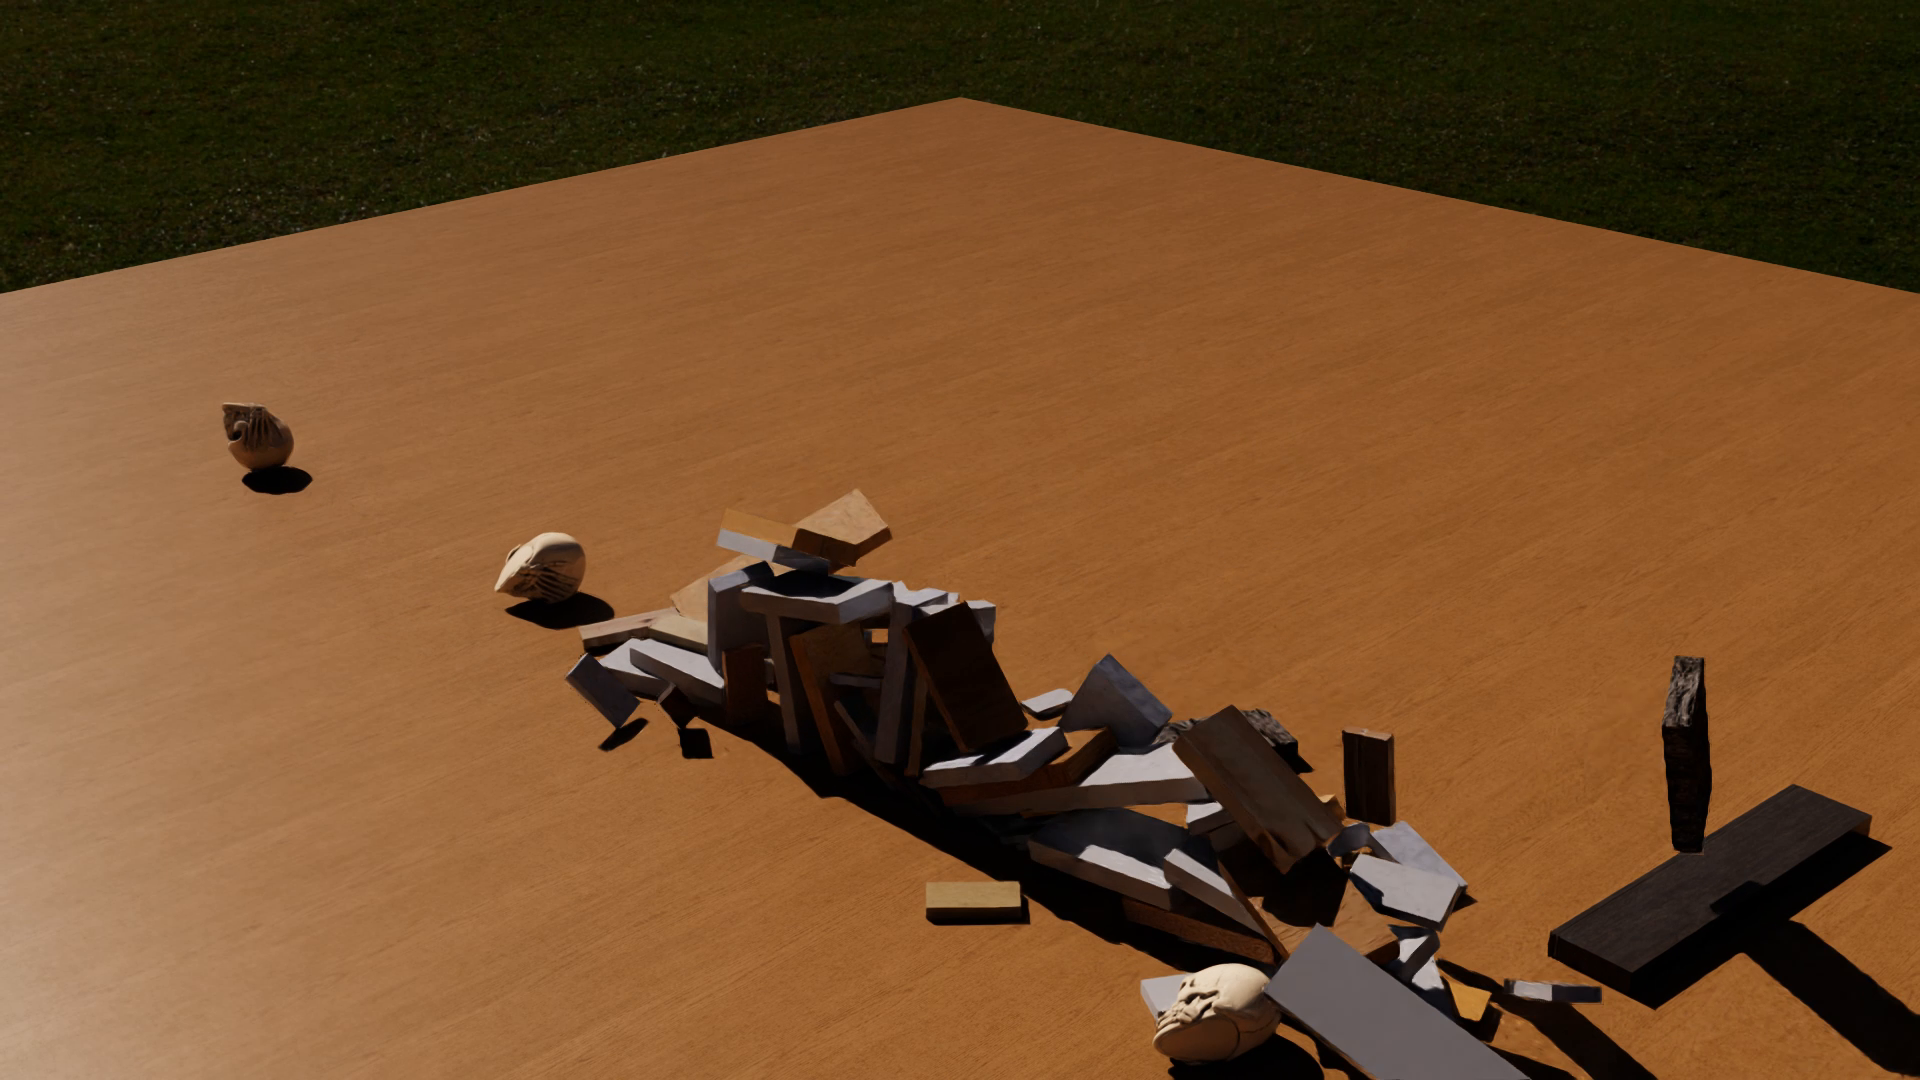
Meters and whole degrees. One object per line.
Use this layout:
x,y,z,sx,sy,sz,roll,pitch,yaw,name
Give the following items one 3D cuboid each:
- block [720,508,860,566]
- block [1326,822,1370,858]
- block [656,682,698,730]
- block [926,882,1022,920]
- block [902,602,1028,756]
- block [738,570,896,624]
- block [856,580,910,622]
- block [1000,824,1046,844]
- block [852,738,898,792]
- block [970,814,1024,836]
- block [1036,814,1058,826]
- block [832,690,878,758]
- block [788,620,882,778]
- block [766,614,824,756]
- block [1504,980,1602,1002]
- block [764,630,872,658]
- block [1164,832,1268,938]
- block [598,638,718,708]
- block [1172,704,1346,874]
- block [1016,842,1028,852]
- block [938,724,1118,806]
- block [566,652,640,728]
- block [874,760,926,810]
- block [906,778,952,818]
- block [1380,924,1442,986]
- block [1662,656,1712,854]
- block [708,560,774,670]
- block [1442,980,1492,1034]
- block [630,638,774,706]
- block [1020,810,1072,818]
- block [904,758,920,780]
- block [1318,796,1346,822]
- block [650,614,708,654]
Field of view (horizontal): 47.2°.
-0.366,-0.006,4.711,0.160,0.045,0.319,17,-2,-34,block
0.753,0.581,4.266,0.094,0.047,0.013,-18,-1,-14,block
-0.611,0.360,4.755,0.016,0.110,0.055,26,68,37,block
0.025,0.677,4.133,0.176,0.025,0.088,0,23,-1,block
0.009,0.269,4.282,0.138,0.039,0.275,-21,74,-23,block
-0.301,0.118,4.598,0.312,0.044,0.156,6,20,45,block
-0.206,0.152,5.324,0.170,0.024,0.085,-19,27,-10,block
0.133,0.577,4.314,0.056,0.016,0.112,-19,1,-37,block
-0.154,0.457,4.572,0.070,0.020,0.140,-23,62,-43,block
0.074,0.562,4.413,0.054,0.015,0.108,-18,29,-32,block
0.179,0.553,4.436,0.120,0.017,0.060,-13,26,-27,block
-0.199,0.382,4.556,0.020,0.139,0.069,-39,-7,34,block
-0.243,0.322,4.614,0.156,0.312,0.044,-23,8,-43,block
-0.317,0.284,4.688,0.156,0.312,0.044,-22,20,-41,block
1.016,0.774,3.774,0.092,0.026,0.184,4,-9,-11,block
-0.378,0.238,5.143,0.310,0.044,0.155,10,25,22,block
0.544,0.612,3.887,0.170,0.048,0.340,-31,41,-35,block
-0.656,0.301,4.995,0.311,0.044,0.155,11,25,23,block
0.517,0.430,3.817,0.146,0.041,0.292,-25,65,-40,block
0.163,0.586,4.290,0.056,0.016,0.112,-19,-1,-36,block
0.129,0.442,4.301,0.332,0.047,0.166,-15,11,40,block
-0.779,0.328,4.799,0.023,0.159,0.080,-36,13,41,block
-0.101,0.491,4.517,0.140,0.020,0.070,39,40,27,block
-0.054,0.517,4.470,0.054,0.015,0.108,-15,47,-41,block
0.691,0.708,3.779,0.241,0.034,0.121,-5,23,48,block
1.330,0.395,4.019,0.048,0.341,0.171,3,44,26,block
-0.479,0.166,4.789,0.135,0.269,0.038,-20,54,-23,block
0.820,0.802,3.836,0.192,0.027,0.096,10,25,23,block
-0.581,0.279,4.934,0.310,0.044,0.155,19,31,39,block
0.177,0.512,4.251,0.112,0.016,0.056,-13,13,30,block
-0.045,0.472,4.506,0.140,0.020,0.070,12,23,-8,block
0.567,0.550,4.160,0.165,0.047,0.329,-33,8,-26,block
-0.611,0.214,4.999,0.174,0.025,0.087,14,28,31,block
